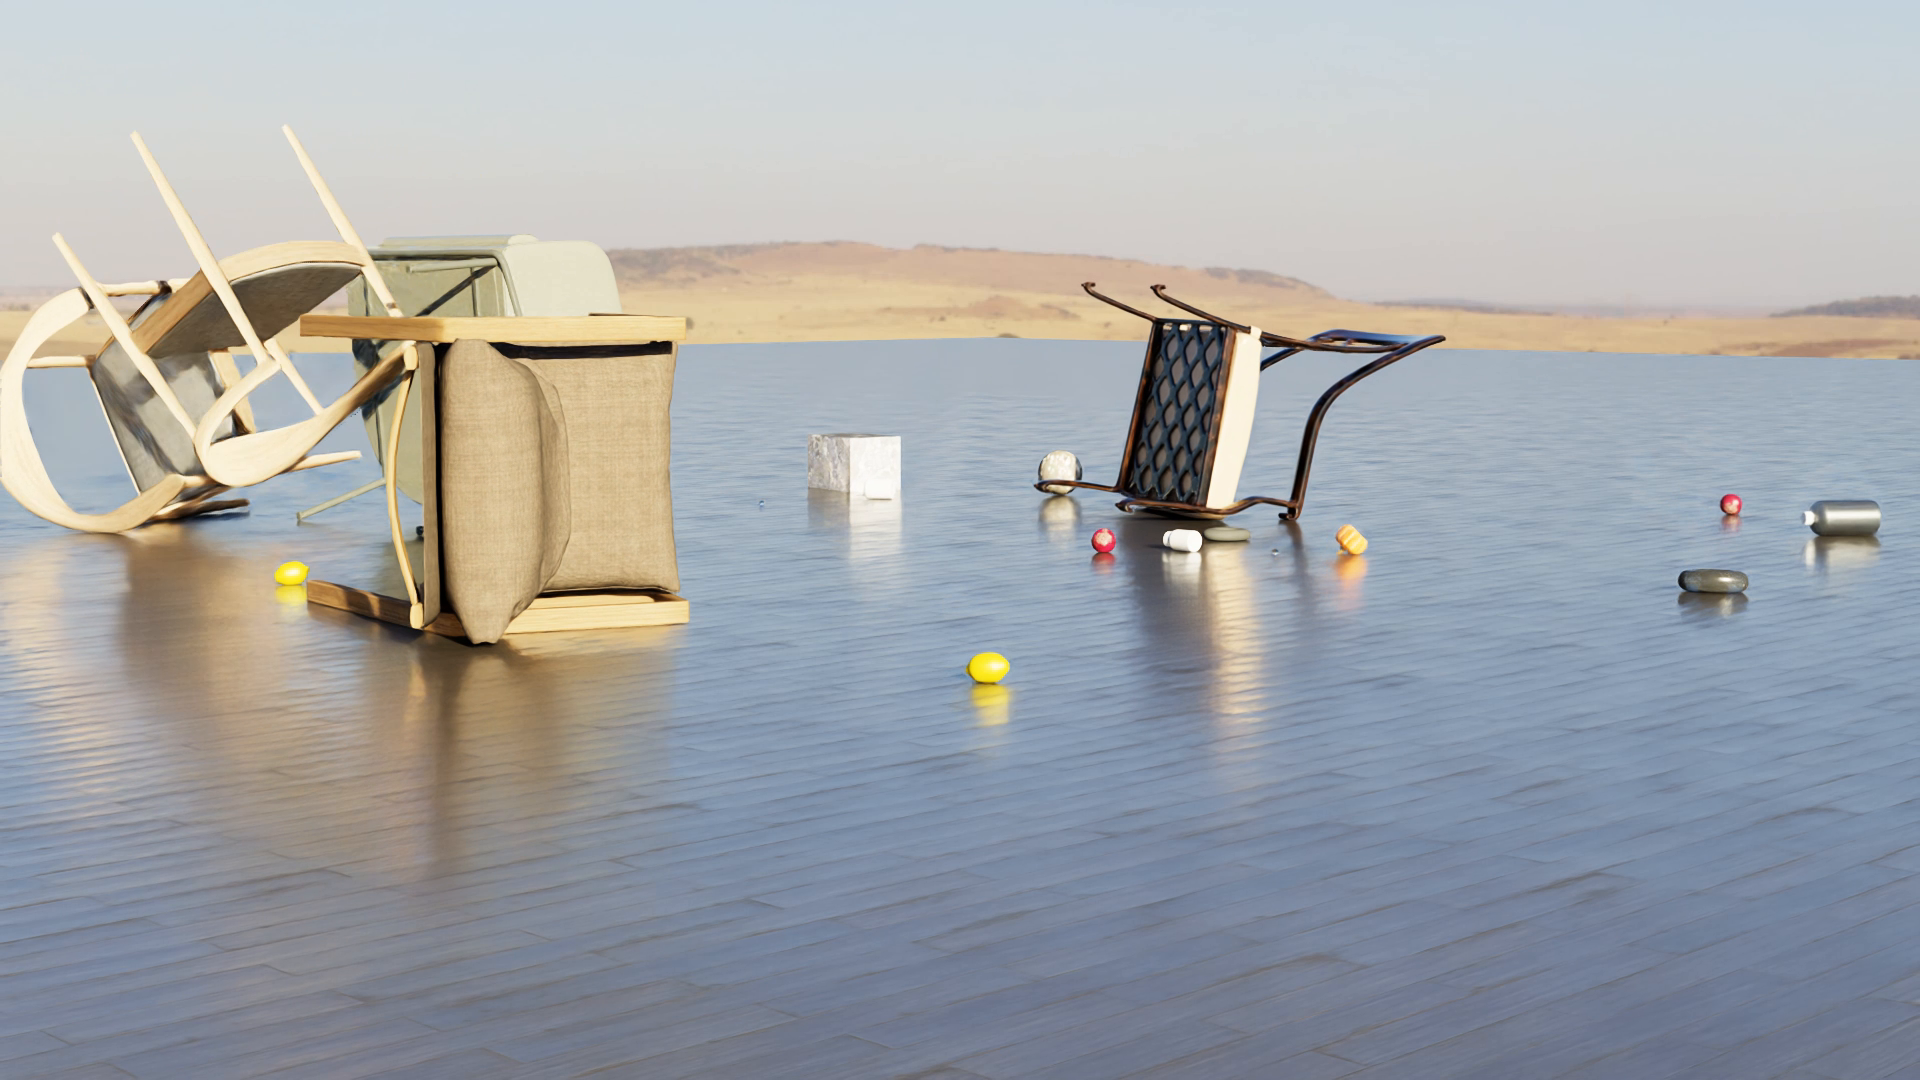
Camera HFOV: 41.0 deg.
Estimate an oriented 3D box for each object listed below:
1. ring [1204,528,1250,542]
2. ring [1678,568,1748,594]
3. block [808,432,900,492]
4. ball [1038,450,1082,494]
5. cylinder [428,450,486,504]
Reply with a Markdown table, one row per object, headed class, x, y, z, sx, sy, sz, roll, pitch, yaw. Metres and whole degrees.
| class | x | y | z | sx | sy | sz | roll | pitch | yaw |
| --- | --- | --- | --- | --- | --- | --- | --- | --- | --- |
| ring | 0.667 | -0.014 | 6.412 | 0.122 | 0.029 | 0.089 | 0 | 7 | -11 |
| ring | 1.575 | 0.086 | 5.362 | 0.145 | 0.046 | 0.083 | 2 | 4 | 7 |
| block | -0.330 | -0.243 | 7.974 | 0.183 | 0.163 | 0.247 | -4 | 7 | -35 |
| ball | 0.303 | -0.203 | 7.731 | 0.134 | 0.134 | 0.134 | 0 | 6 | 0 |
| cylinder | -1.466 | -0.184 | 7.476 | 0.180 | 0.148 | 0.128 | 3 | 7 | 28 |
